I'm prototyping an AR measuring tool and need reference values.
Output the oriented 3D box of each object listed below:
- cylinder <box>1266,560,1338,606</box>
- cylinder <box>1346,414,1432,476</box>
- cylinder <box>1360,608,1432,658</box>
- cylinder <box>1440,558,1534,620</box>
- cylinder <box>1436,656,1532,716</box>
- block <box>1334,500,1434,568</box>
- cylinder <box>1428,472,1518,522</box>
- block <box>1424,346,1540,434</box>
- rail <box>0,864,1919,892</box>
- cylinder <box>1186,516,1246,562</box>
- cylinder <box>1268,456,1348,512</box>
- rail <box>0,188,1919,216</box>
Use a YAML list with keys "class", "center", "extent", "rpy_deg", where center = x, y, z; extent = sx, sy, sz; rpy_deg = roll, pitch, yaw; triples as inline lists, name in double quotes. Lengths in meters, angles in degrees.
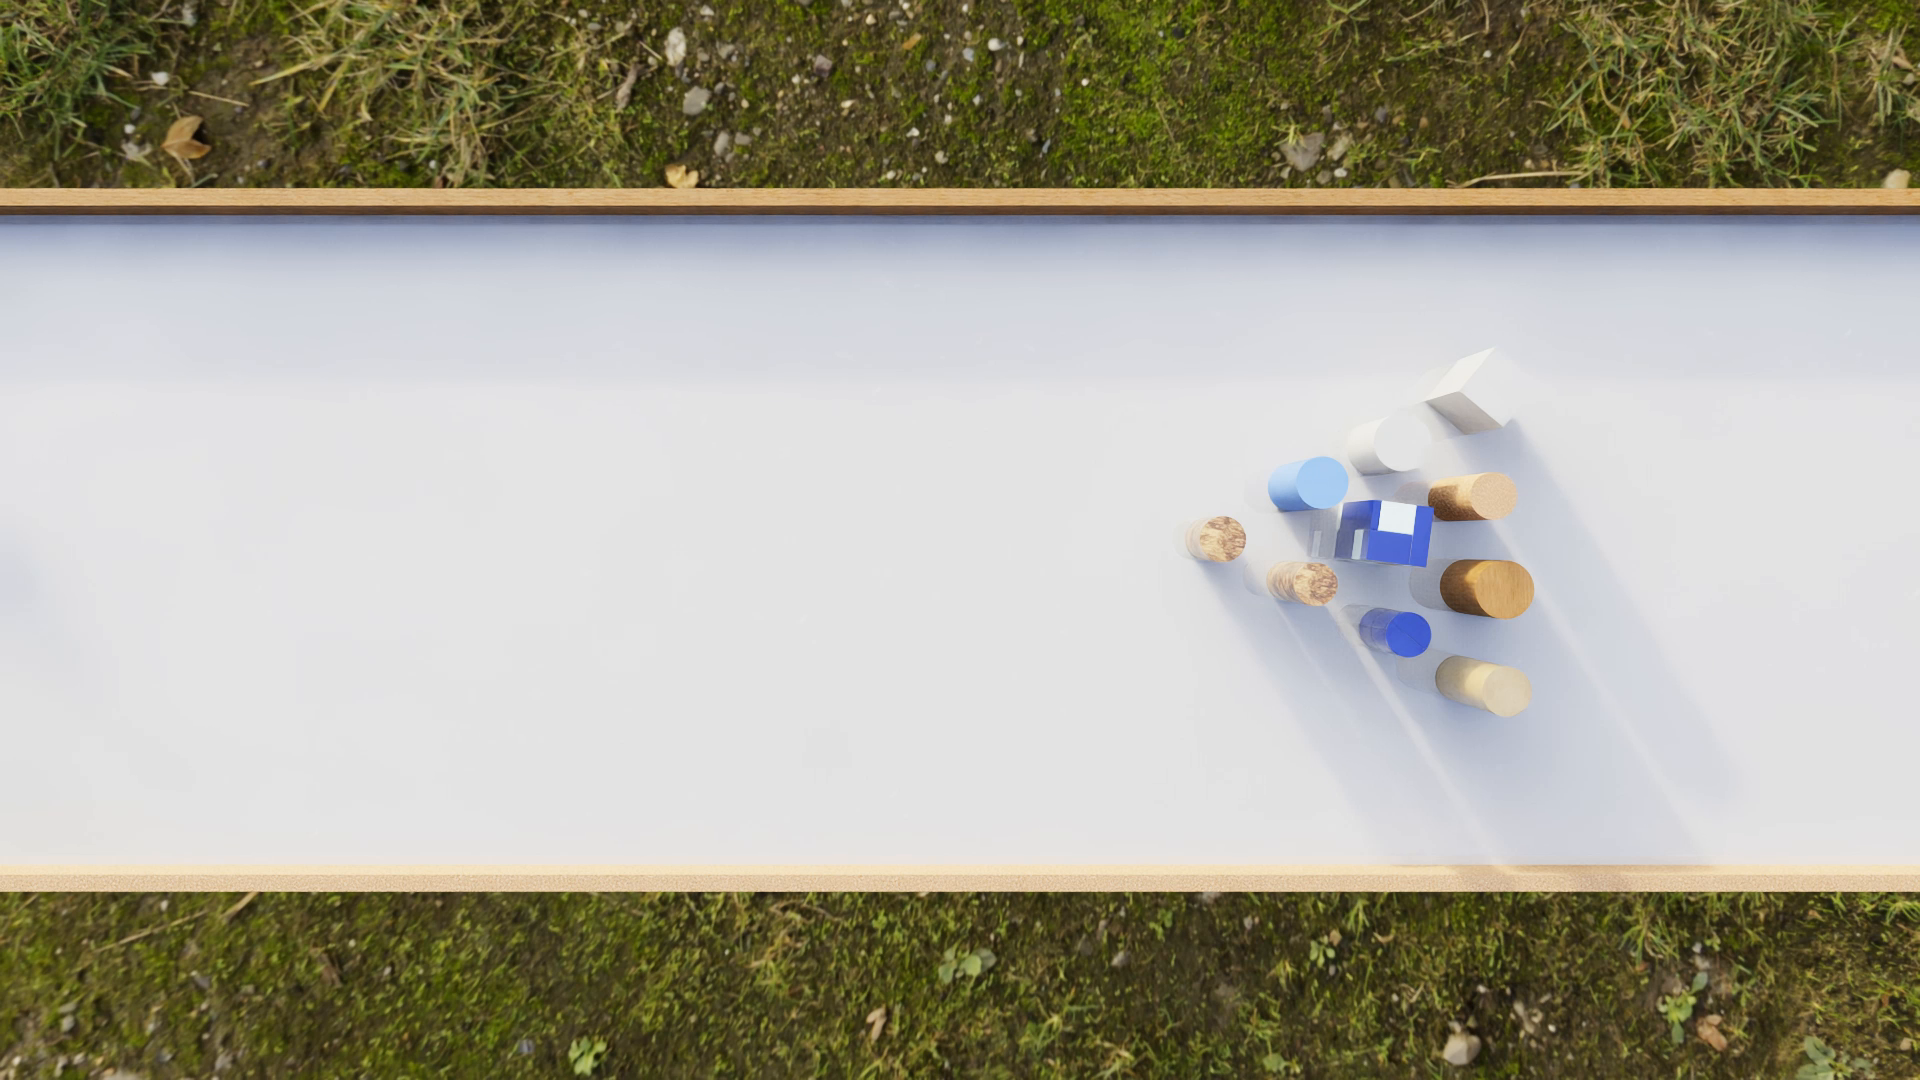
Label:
- class: "cylinder"
  center: [1.004, 0.125, 4.865]
  extent: [0.123, 0.424, 0.123]
  rpy_deg: [0, 90, 0]
- class: "cylinder"
  center: [1.274, -0.281, 4.911]
  extent: [0.167, 0.331, 0.167]
  rpy_deg: [0, 90, 0]
- class: "cylinder"
  center: [1.293, 0.273, 4.915]
  extent: [0.131, 0.323, 0.131]
  rpy_deg: [0, 90, 0]
- class: "cylinder"
  center: [1.561, 0.143, 4.900]
  extent: [0.169, 0.353, 0.169]
  rpy_deg: [0, 90, 0]
- class: "cylinder"
  center: [1.532, 0.425, 4.848]
  extent: [0.140, 0.458, 0.140]
  rpy_deg: [0, 90, 0]
- class: "block"
  center: [1.247, -0.018, 4.874]
  extent: [0.171, 0.405, 0.171]
  rpy_deg: [8, 90, 0]
- class: "cylinder"
  center: [1.507, -0.125, 4.867]
  extent: [0.135, 0.418, 0.135]
  rpy_deg: [0, 90, 0]
- class: "block"
  center: [1.545, -0.438, 4.899]
  extent: [0.165, 0.355, 0.165]
  rpy_deg: [40, 90, 0]
- class: "rail"
  center: [-2.247, 1.025, 5.001]
  extent: [12.000, 0.150, 0.050]
  rpy_deg: [0, 90, 0]
- class: "cylinder"
  center: [0.759, -0.002, 4.917]
  extent: [0.133, 0.319, 0.133]
  rpy_deg: [0, 90, 0]
- class: "cylinder"
  center: [1.021, -0.162, 4.860]
  extent: [0.148, 0.433, 0.148]
  rpy_deg: [0, 90, 0]
- class: "rail"
  center: [-2.247, -1.025, 5.002]
  extent: [12.000, 0.150, 0.050]
  rpy_deg: [0, 90, 0]
